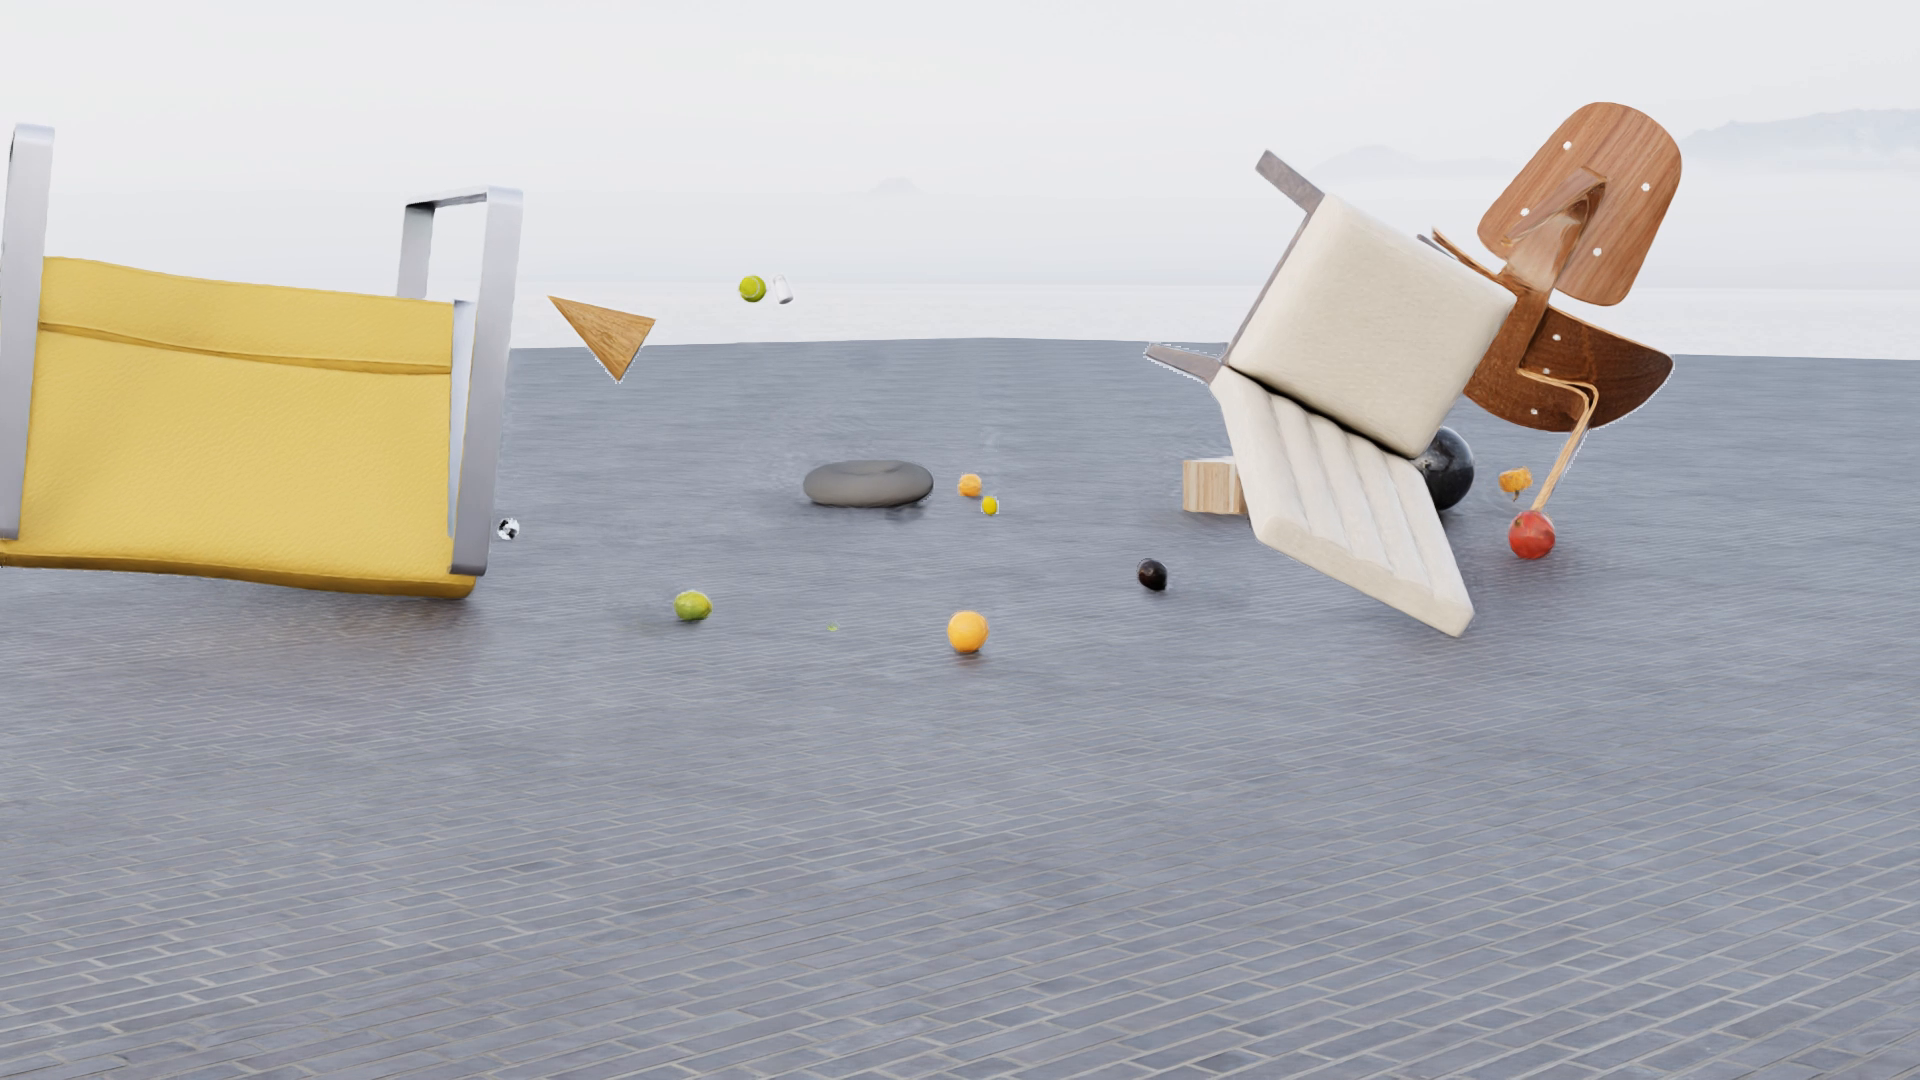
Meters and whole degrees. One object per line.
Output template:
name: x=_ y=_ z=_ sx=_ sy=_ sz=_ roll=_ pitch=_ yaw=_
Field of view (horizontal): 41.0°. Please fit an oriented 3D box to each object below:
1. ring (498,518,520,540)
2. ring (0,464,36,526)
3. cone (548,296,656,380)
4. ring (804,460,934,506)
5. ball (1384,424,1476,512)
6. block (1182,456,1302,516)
ring: x=-1.132 y=-0.028 z=6.432 sx=0.049 sy=0.055 sz=0.039 roll=19 pitch=-1 yaw=21
ring: x=-2.529 y=-0.118 z=6.706 sx=0.217 sy=0.066 sz=0.217 roll=-33 pitch=-52 yaw=27
cone: x=-1.072 y=-0.633 z=7.467 sx=0.308 sy=0.214 sz=0.142 roll=31 pitch=2 yaw=-7
ring: x=-0.266 y=-0.164 z=7.453 sx=0.381 sy=0.097 sz=0.343 roll=1 pitch=13 yaw=12
ball: x=1.307 y=-0.199 z=7.138 sx=0.248 sy=0.248 sz=0.248 roll=0 pitch=6 yaw=0
block: x=0.799 y=-0.157 z=7.248 sx=0.195 sy=0.141 sz=0.298 roll=5 pitch=8 yaw=42
